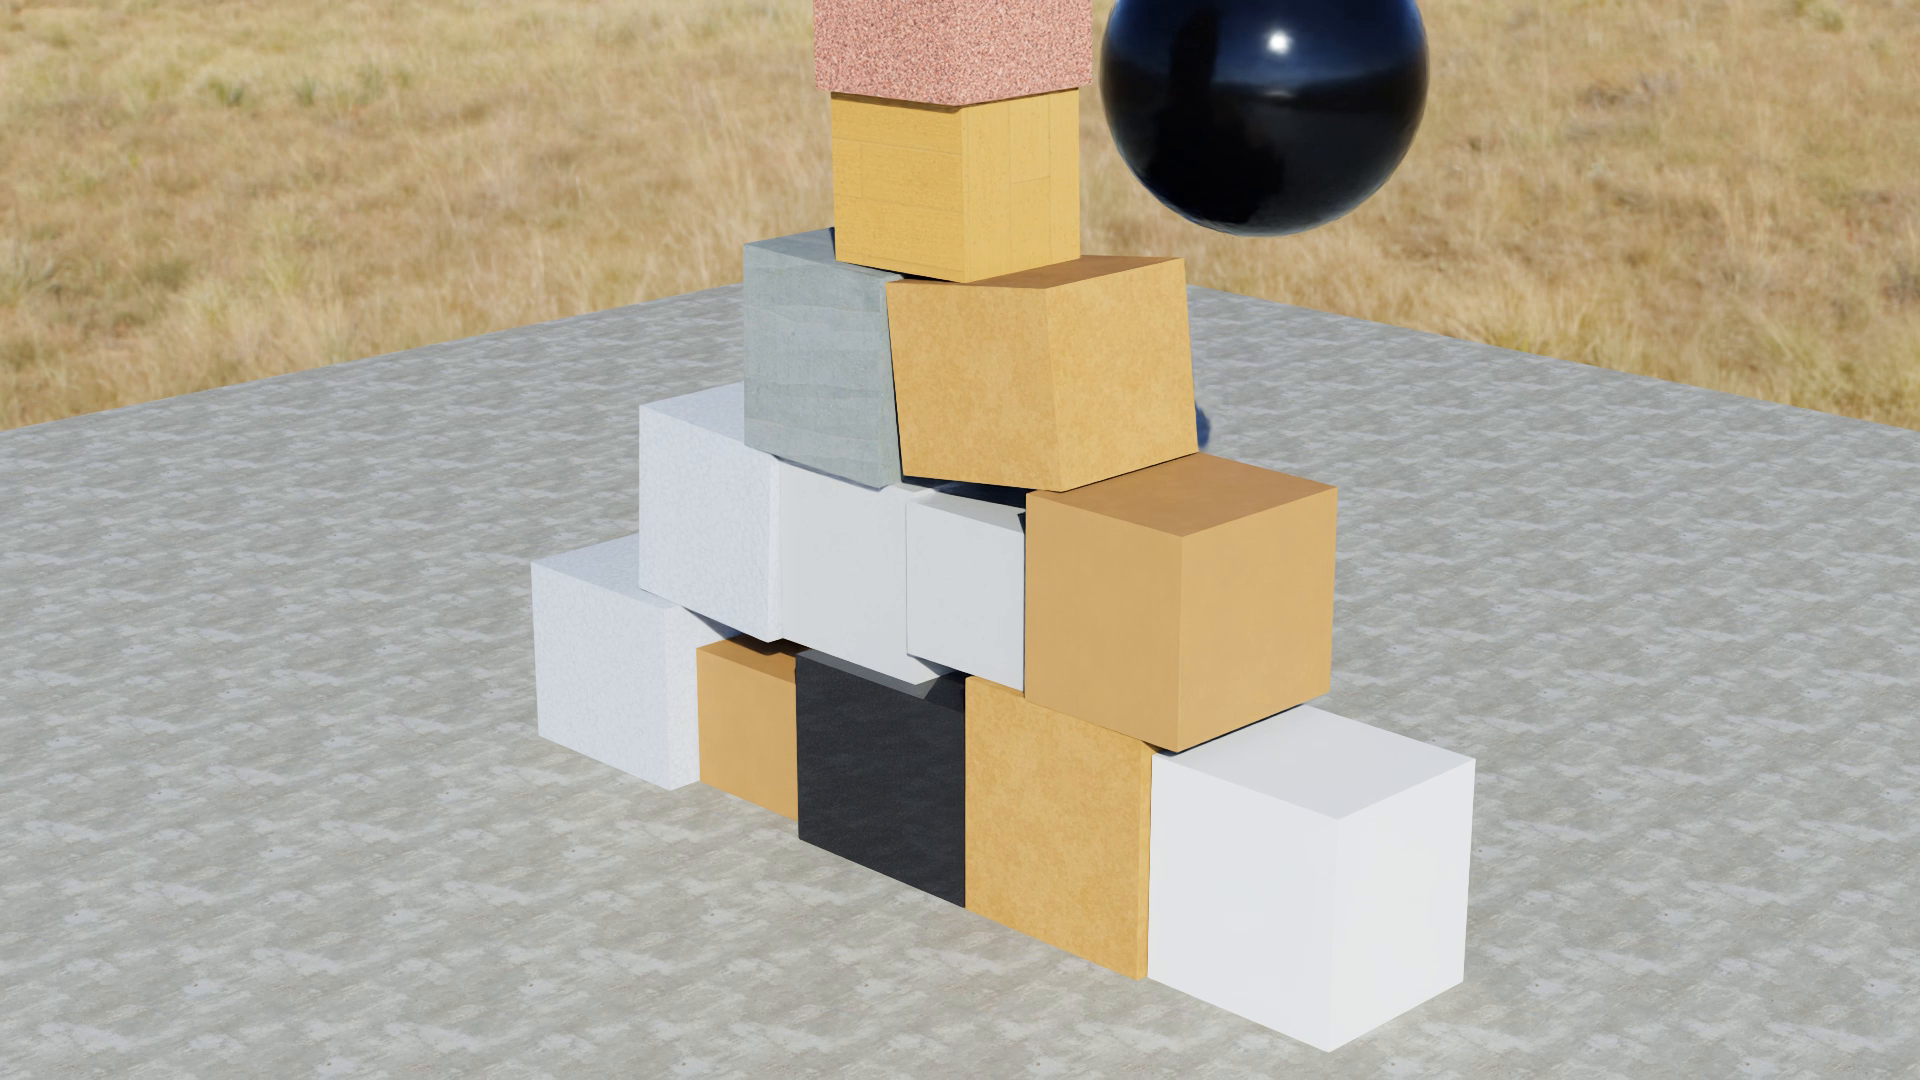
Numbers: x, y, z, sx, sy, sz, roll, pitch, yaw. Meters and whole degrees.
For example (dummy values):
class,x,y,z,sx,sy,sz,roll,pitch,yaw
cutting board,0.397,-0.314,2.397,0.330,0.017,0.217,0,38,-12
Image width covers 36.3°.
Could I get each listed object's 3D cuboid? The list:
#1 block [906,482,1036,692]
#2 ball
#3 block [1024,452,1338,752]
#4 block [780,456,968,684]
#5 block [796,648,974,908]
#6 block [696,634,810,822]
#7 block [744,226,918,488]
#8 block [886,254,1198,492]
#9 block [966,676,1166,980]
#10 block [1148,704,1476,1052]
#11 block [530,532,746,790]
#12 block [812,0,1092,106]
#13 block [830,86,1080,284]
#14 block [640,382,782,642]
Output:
class,x,y,z,sx,sy,sz,roll,pitch,yaw
block,0.342,0.155,13.011,0.855,0.710,0.777,-17,24,-42
ball,1.467,-2.262,14.168,1.600,1.600,1.600,0,17,0
block,0.934,0.230,12.424,1.000,0.919,0.859,-17,24,-42
block,-0.228,0.040,13.620,0.813,0.901,0.894,-17,24,-42
block,-0.025,0.983,13.670,0.981,0.928,1.102,-17,24,-42
block,-0.724,0.878,14.384,0.727,0.700,0.873,-17,24,-42
block,-0.342,-0.884,13.440,0.897,0.949,0.935,18,25,42
block,0.358,-0.750,12.752,0.873,0.852,0.956,-17,17,-43
block,0.749,1.125,12.936,1.026,1.097,1.023,-17,24,-42
block,1.462,1.379,12.271,0.913,1.011,0.971,-17,24,-42
block,-1.427,0.560,14.994,1.056,0.940,1.059,-17,24,-42
block,-0.035,-2.400,12.610,0.862,0.899,0.836,15,22,43
block,-0.018,-1.605,12.851,0.805,0.762,0.721,15,22,43
block,-0.914,-0.175,14.237,0.875,0.937,0.953,-17,27,-42
